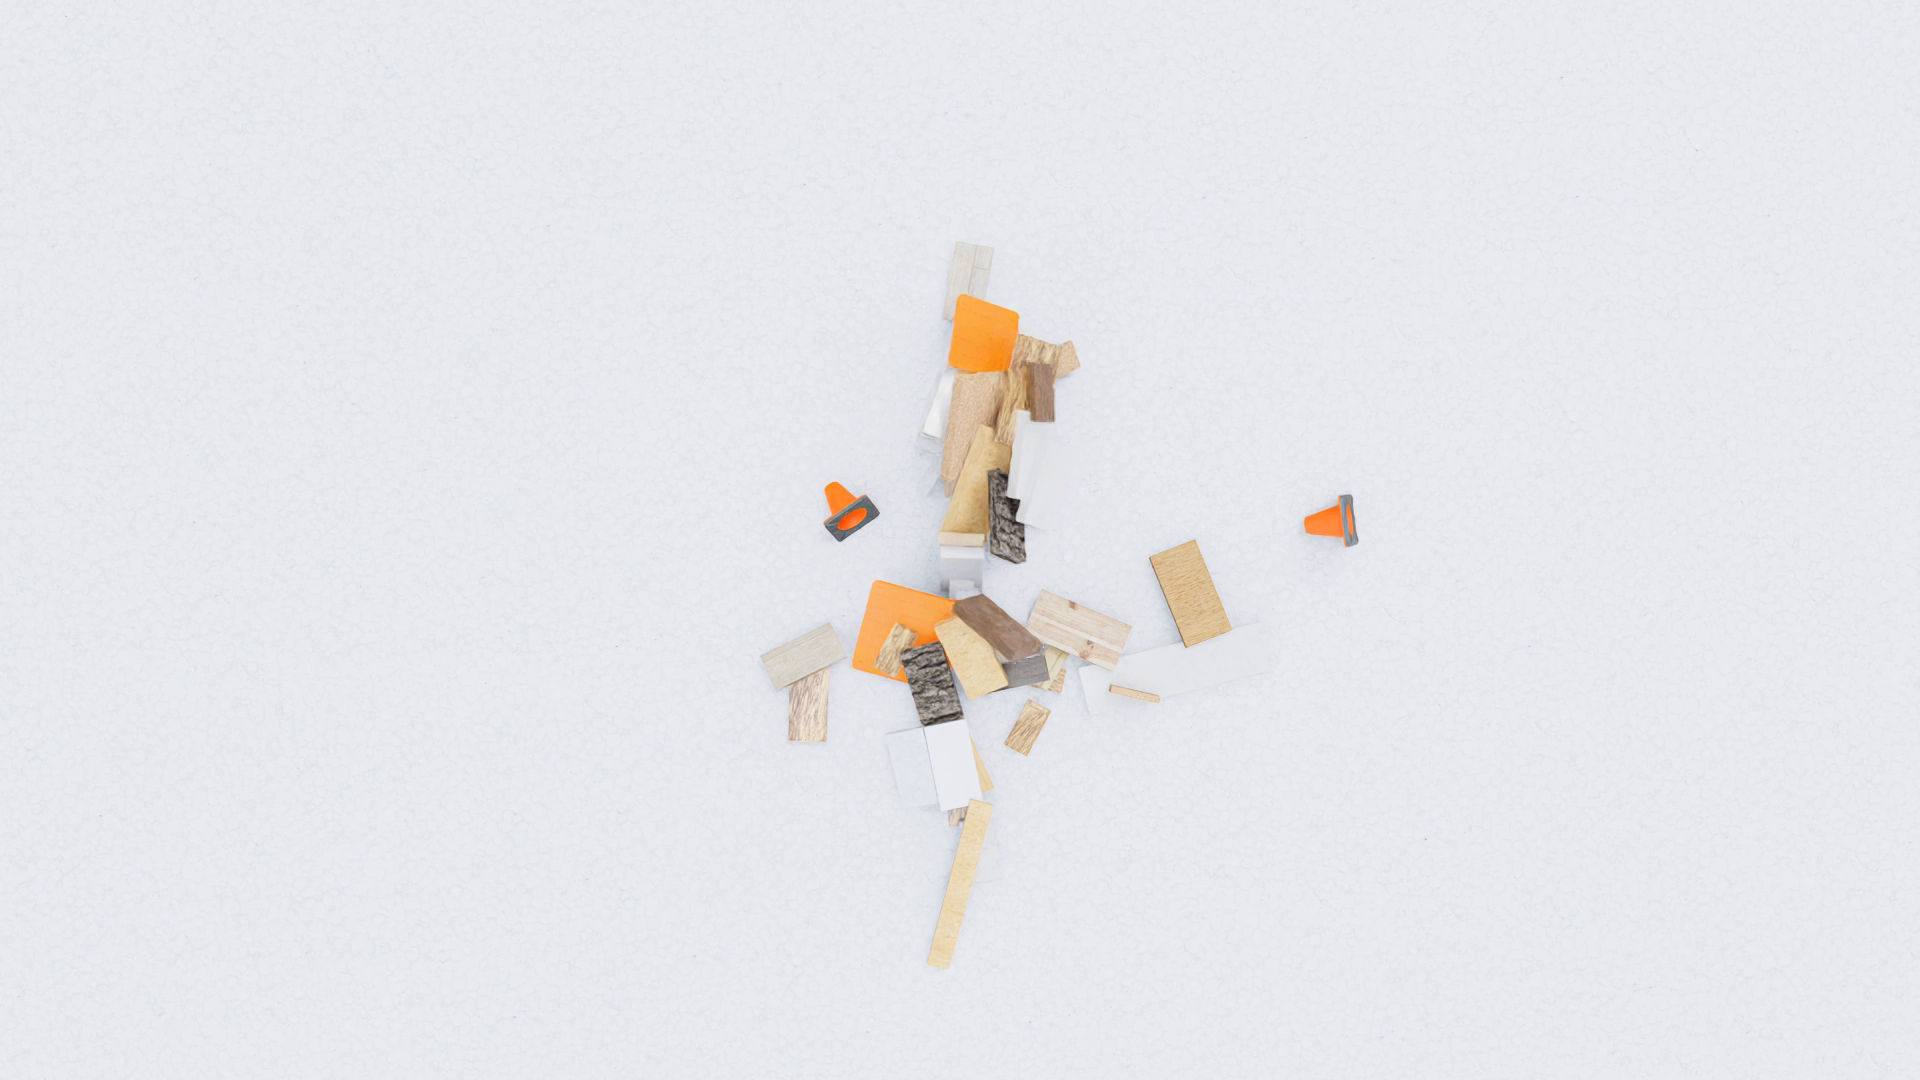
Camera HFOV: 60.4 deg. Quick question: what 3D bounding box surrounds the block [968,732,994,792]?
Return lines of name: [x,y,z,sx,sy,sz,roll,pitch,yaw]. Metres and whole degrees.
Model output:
block: [0.018,0.740,5.454,0.108,0.031,0.217,-25,90,0]

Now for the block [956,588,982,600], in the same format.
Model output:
block: [0.032,0.236,5.409,0.079,0.022,0.158,-1,113,3]

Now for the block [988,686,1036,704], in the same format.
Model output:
block: [0.172,0.502,5.489,0.151,0.021,0.076,10,90,0]

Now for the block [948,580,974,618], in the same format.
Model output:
block: [0.003,0.199,5.440,0.079,0.022,0.158,3,131,0]

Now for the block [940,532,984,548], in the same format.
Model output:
block: [0.004,0.023,5.360,0.139,0.277,0.039,2,79,0]

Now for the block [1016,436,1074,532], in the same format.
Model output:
block: [0.276,-0.180,5.365,0.040,0.142,0.284,15,88,41]

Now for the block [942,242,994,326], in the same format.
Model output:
block: [0.027,-0.852,5.482,0.130,0.037,0.260,10,90,0]

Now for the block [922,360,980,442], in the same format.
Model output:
block: [-0.021,-0.450,5.425,0.130,0.037,0.260,21,81,-7]

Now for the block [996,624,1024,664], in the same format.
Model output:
block: [0.161,0.356,5.489,0.081,0.023,0.161,11,90,0]

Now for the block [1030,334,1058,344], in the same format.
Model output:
block: [0.258,-0.581,5.487,0.093,0.026,0.186,13,90,0]

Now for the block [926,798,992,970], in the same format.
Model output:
block: [-0.002,1.137,5.437,0.076,0.021,0.588,14,100,-5]

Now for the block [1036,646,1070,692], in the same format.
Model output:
block: [0.294,0.419,5.464,0.076,0.021,0.151,31,73,6]

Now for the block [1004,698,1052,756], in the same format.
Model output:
block: [0.224,0.622,5.476,0.086,0.024,0.172,28,97,-2]

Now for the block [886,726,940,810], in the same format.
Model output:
block: [-0.153,0.753,5.461,0.128,0.036,0.257,-13,95,8]

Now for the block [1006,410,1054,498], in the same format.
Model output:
block: [0.229,-0.278,5.345,0.040,0.142,0.284,15,102,41]

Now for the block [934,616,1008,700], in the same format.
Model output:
block: [0.038,0.373,5.385,0.140,0.040,0.280,-23,107,10]

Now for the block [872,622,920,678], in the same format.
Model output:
block: [-0.211,0.359,5.410,0.086,0.024,0.172,28,109,-4]

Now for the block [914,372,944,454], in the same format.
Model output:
block: [-0.051,-0.416,5.463,0.130,0.037,0.260,17,82,0]

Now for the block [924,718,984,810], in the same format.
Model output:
block: [-0.021,0.737,5.419,0.140,0.040,0.280,-12,90,0]

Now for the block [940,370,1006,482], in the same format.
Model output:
block: [0.044,-0.370,5.357,0.176,0.050,0.352,-10,122,-33]

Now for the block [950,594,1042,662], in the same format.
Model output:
block: [0.116,0.277,5.245,0.277,0.139,0.039,39,123,30]

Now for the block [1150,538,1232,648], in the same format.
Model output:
block: [0.761,0.177,5.453,0.161,0.046,0.322,-21,82,-1]

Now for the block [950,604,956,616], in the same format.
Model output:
block: [0.008,0.291,5.458,0.079,0.022,0.158,3,113,0]

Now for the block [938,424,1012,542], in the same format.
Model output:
block: [0.071,-0.177,5.393,0.050,0.176,0.385,27,100,41]

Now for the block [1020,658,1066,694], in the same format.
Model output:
block: [0.266,0.450,5.476,0.161,0.023,0.081,13,72,0]

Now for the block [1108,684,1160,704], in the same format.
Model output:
block: [0.572,0.505,5.414,0.161,0.081,0.023,13,90,0]

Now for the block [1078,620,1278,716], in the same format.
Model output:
block: [0.721,0.424,5.477,0.639,0.046,0.161,-14,90,0]

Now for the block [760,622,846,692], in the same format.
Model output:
block: [-0.518,0.387,5.451,0.257,0.036,0.128,-26,76,-7]

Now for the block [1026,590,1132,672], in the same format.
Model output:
block: [0.388,0.300,5.451,0.322,0.046,0.161,23,83,6]

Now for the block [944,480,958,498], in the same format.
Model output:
block: [-0.022,-0.200,5.459,0.066,0.019,0.132,-4,60,0]

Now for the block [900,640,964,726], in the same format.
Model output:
block: [-0.092,0.476,5.422,0.140,0.040,0.280,-14,113,4]

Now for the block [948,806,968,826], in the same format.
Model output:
block: [0.007,0.839,5.485,0.108,0.031,0.217,-5,90,0]

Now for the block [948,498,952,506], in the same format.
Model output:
block: [-0.010,-0.153,5.468,0.052,0.015,0.104,3,60,0]

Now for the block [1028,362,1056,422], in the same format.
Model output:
block: [0.261,-0.474,5.295,0.026,0.093,0.186,-6,86,42]

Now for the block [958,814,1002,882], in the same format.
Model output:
block: [0.068,1.022,5.467,0.108,0.031,0.217,-10,100,0]

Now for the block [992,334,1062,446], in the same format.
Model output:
block: [0.219,-0.475,5.344,0.050,0.176,0.352,15,94,42]

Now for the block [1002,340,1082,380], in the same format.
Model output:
block: [0.188,-0.524,5.421,0.442,0.026,0.093,-26,113,-12]

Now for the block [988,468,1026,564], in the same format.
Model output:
block: [0.151,-0.077,5.340,0.040,0.142,0.284,-16,66,33]

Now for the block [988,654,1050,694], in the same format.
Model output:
block: [0.182,0.442,5.438,0.220,0.024,0.086,-14,84,18]

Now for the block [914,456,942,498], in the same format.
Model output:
block: [-0.091,-0.208,5.470,0.066,0.019,0.132,32,90,45]

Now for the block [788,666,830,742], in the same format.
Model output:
block: [-0.502,0.539,5.482,0.128,0.036,0.257,2,90,0]

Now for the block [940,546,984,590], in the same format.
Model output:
block: [0.006,0.096,5.366,0.139,0.277,0.039,2,66,0]
